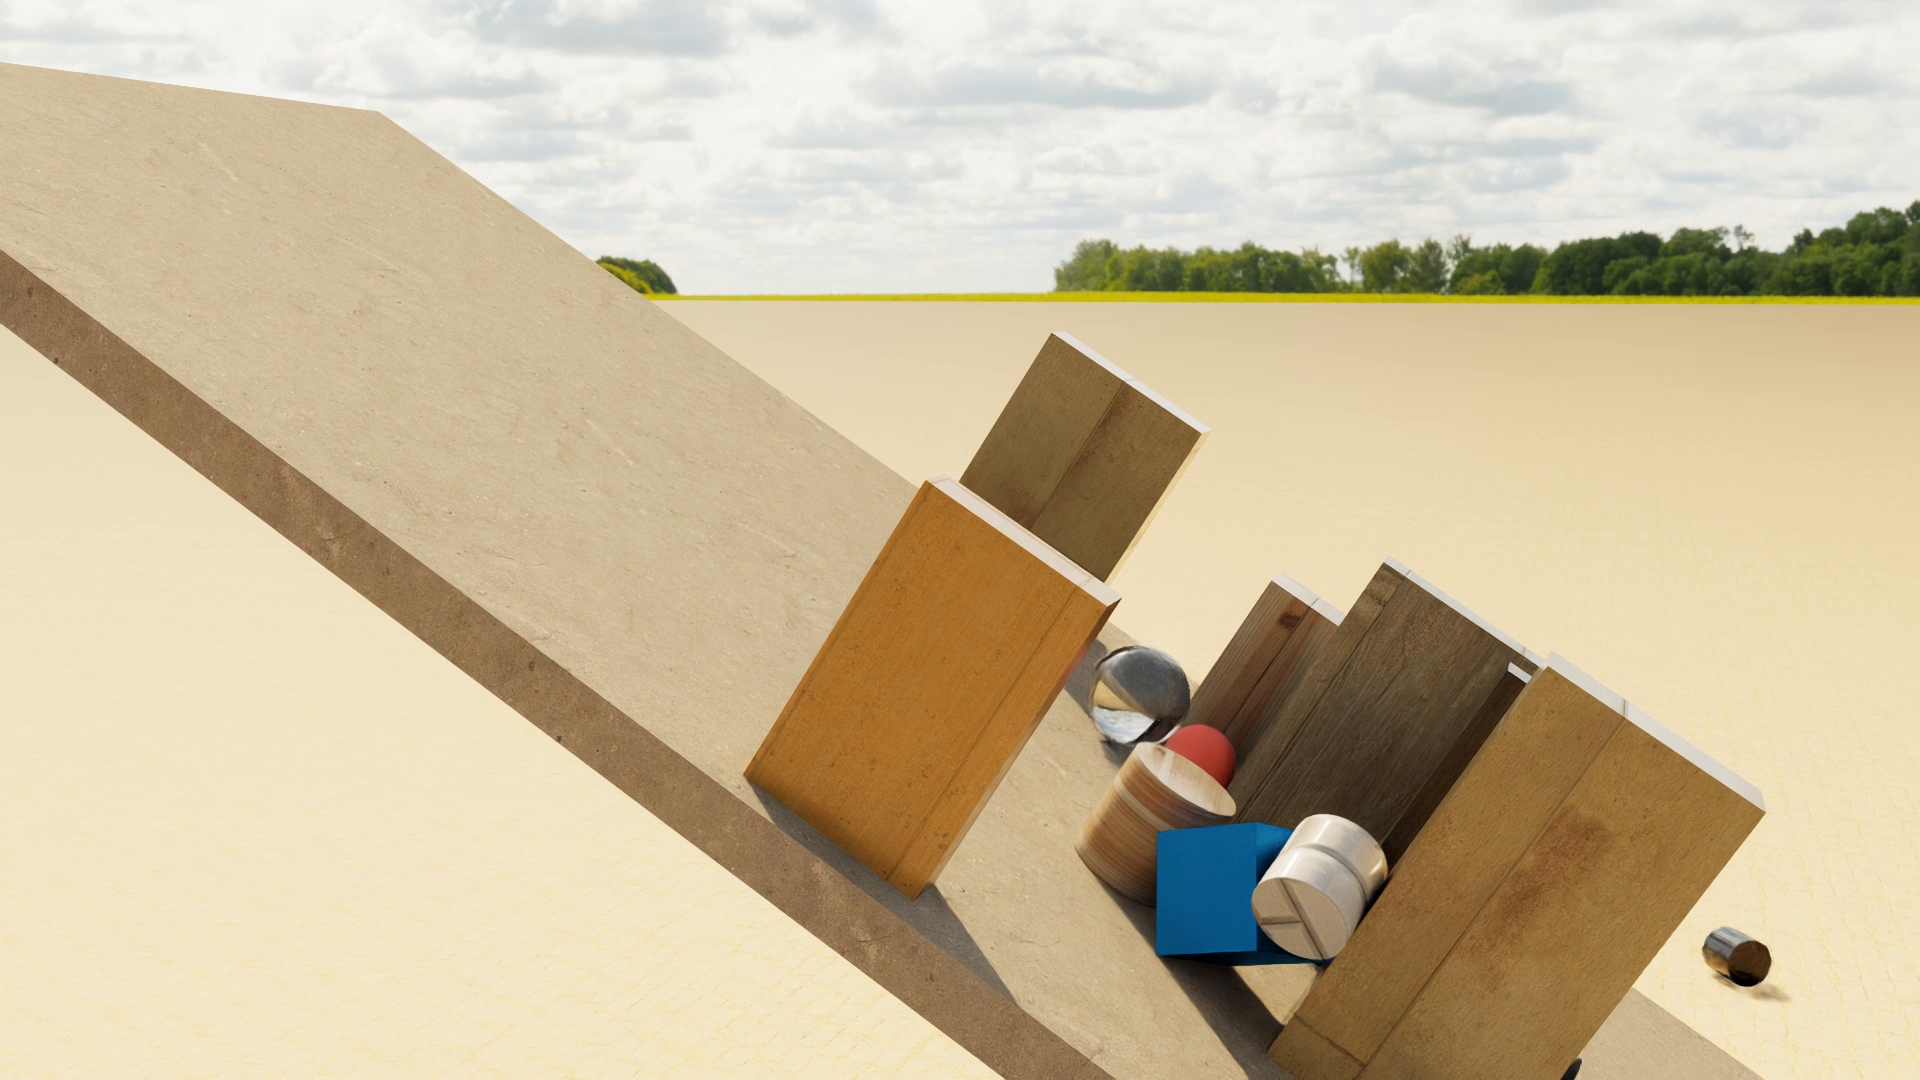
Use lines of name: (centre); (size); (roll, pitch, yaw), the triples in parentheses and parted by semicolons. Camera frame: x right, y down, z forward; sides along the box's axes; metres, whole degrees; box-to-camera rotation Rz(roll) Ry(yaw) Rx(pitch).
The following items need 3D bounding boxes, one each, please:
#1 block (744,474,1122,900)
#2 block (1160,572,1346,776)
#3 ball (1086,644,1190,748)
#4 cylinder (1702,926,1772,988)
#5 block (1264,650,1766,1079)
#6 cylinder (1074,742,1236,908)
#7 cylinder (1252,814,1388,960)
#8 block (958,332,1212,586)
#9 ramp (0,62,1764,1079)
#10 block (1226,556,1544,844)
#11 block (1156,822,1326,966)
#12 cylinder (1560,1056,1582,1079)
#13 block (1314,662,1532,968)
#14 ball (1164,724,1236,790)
block: (-0.043, 0.211, 3.149); (0.311, 0.520, 0.096); (35, 15, 10)
block: (0.678, 0.355, 4.331); (0.407, 0.418, 0.136); (35, 15, 10)
ball: (0.345, 0.301, 4.242); (0.200, 0.200, 0.200); (0, 7, 0)
cylinder: (2.039, 1.093, 5.774); (0.125, 0.125, 0.125); (-1, 8, -12)
block: (0.820, 0.576, 3.288); (0.361, 0.739, 0.140); (35, 15, 10)
cylinder: (0.325, 0.476, 3.670); (0.197, 0.197, 0.197); (30, 15, -9)
cylinder: (0.546, 0.525, 3.337); (0.156, 0.156, 0.156); (5, 34, 35)
block: (0.237, -0.129, 4.793); (0.390, 0.518, 0.114); (35, 15, 10)
ramp: (-0.138, 0.230, 4.105); (4.000, 0.100, 2.000); (35, 15, 10)
block: (0.768, 0.377, 4.086); (0.346, 0.601, 0.094); (35, 15, 10)
block: (0.449, 0.565, 3.484); (0.195, 0.195, 0.195); (-13, -22, 42)
cylinder: (0.838, 0.845, 3.500); (0.210, 0.210, 0.210); (35, 16, 11)
block: (0.863, 0.532, 3.754); (0.243, 0.615, 0.081); (35, 15, 10)
ball: (0.455, 0.425, 4.196); (0.144, 0.144, 0.144); (0, 7, 0)
